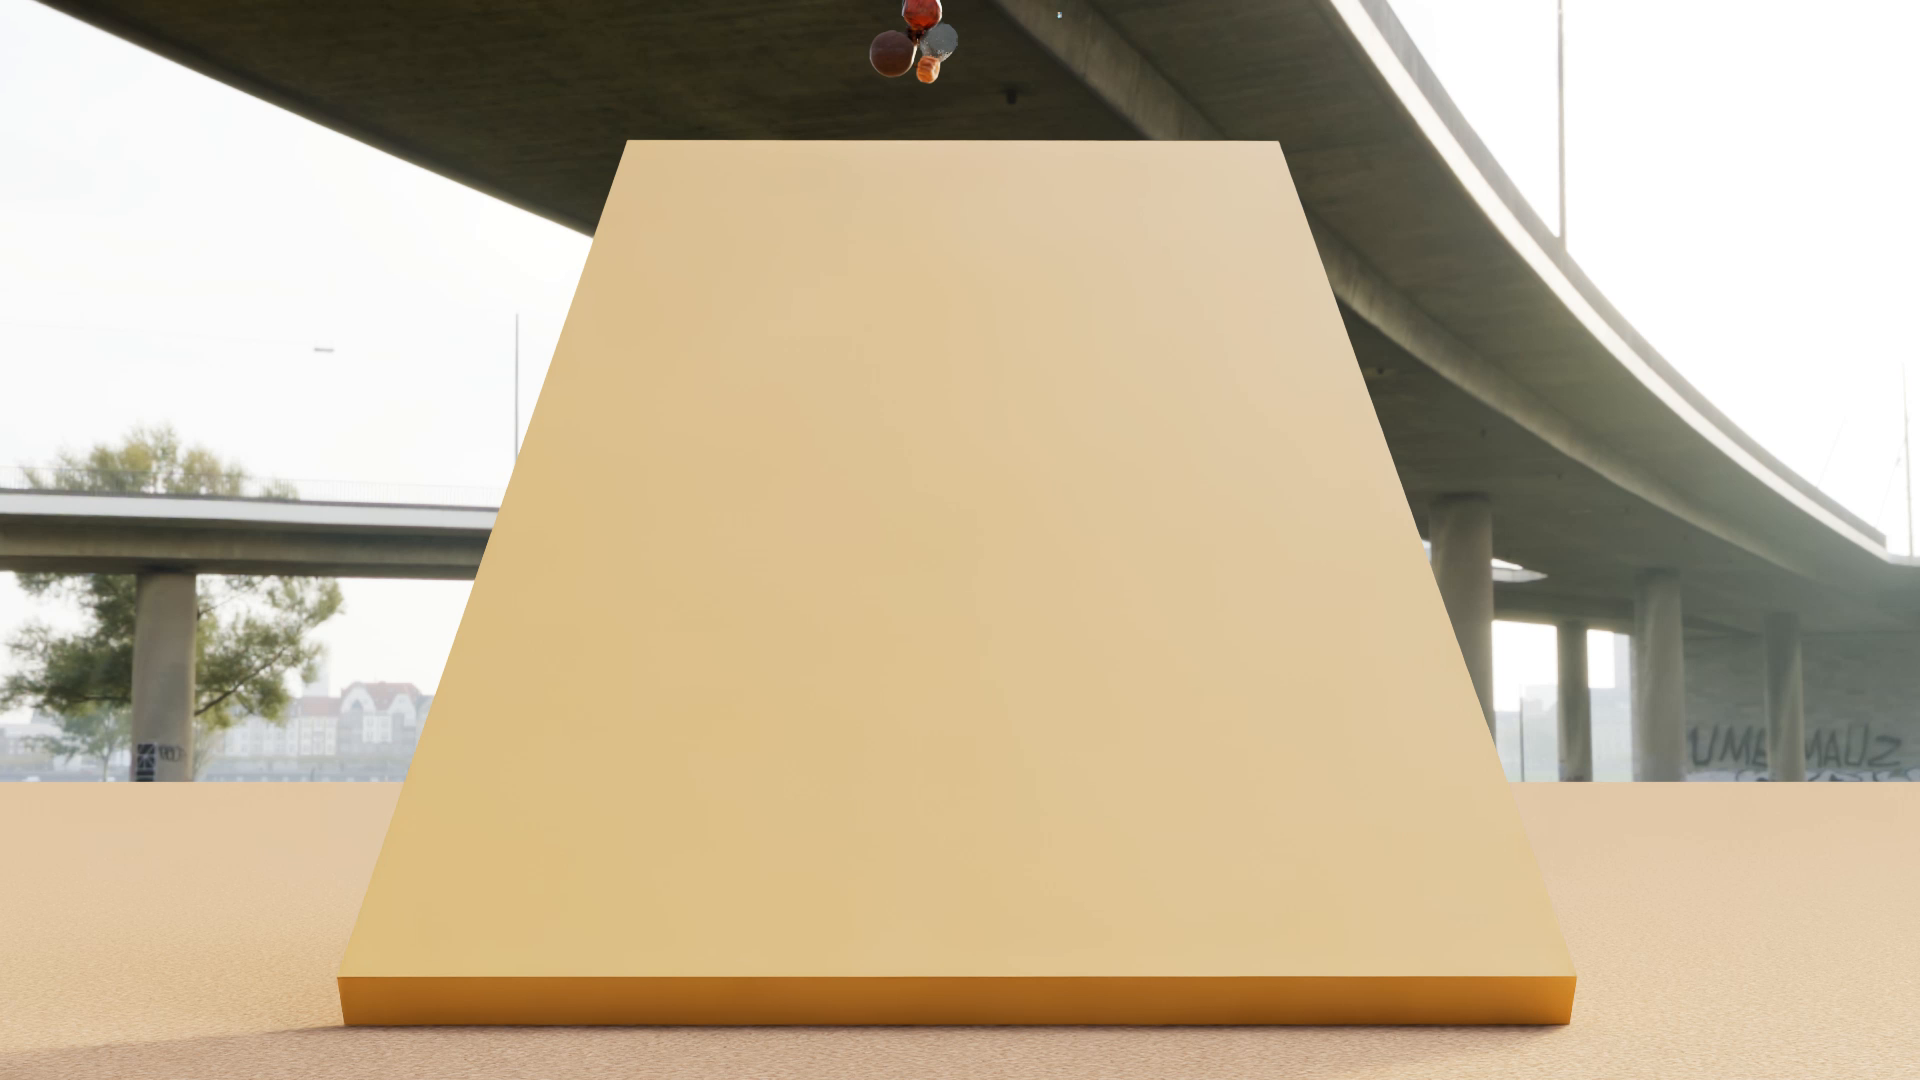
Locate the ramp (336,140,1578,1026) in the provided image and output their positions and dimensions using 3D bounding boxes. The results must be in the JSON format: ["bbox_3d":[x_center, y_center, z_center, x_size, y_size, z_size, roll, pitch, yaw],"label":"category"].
[{"bbox_3d":[-0.012,-0.218,5.643,2.000,0.100,4.000,0,29,0],"label":"ramp"}]

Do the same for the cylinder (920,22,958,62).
[{"bbox_3d":[-0.060,-1.415,6.824,0.091,0.091,0.091,1,-1,-13],"label":"cylinder"}]
